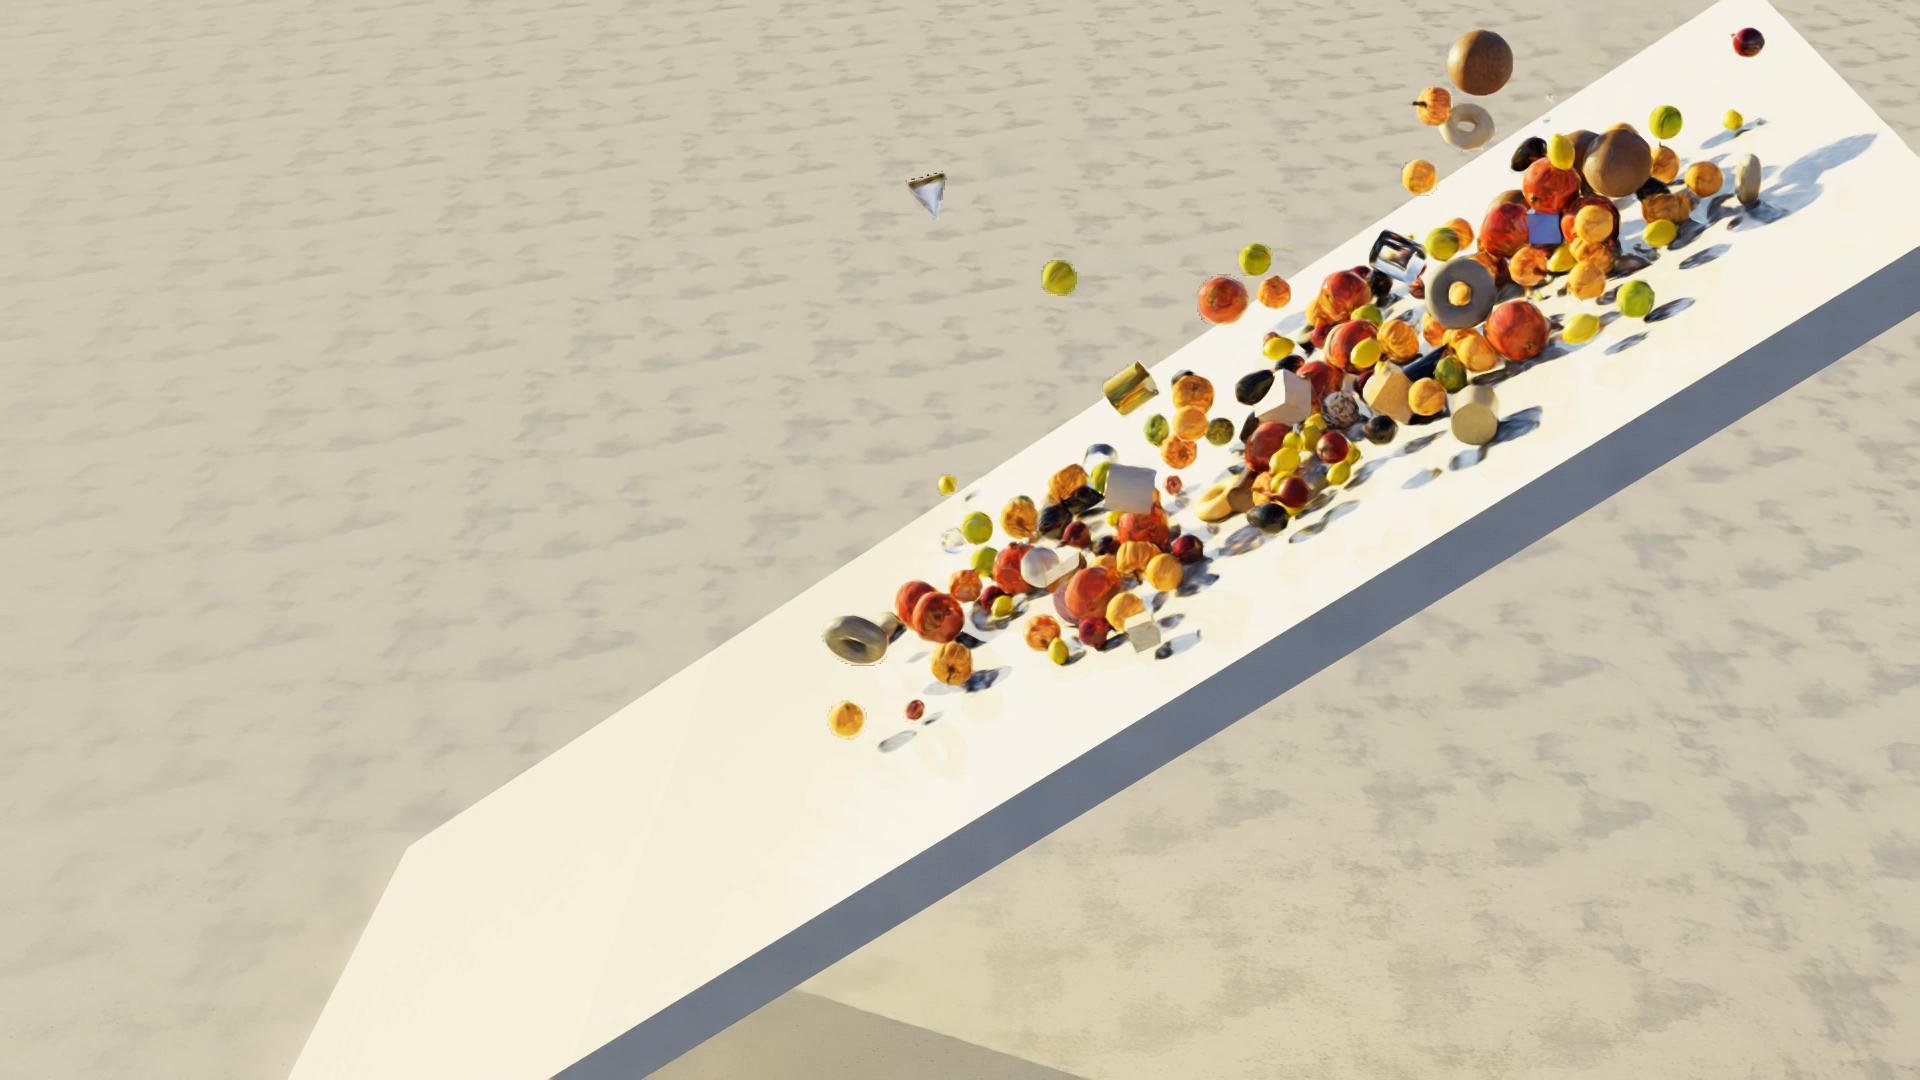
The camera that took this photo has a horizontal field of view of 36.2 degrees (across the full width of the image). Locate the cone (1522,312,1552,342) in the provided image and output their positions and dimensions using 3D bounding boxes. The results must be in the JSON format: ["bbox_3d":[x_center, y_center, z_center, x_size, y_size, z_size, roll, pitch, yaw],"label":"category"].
[{"bbox_3d":[1.094,-0.417,5.626,0.054,0.054,0.054,-42,20,18],"label":"cone"}]

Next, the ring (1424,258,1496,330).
[{"bbox_3d":[0.958,-0.471,5.632,0.139,0.139,0.046,9,4,21],"label":"ring"}]

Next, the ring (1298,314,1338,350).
[{"bbox_3d":[0.788,-0.459,6.476,0.104,0.035,0.104,-35,16,12],"label":"ring"}]

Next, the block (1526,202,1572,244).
[{"bbox_3d":[1.167,-0.626,5.821,0.066,0.066,0.066,3,24,31],"label":"block"}]

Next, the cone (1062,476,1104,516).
[{"bbox_3d":[0.285,-0.094,6.474,0.092,0.092,0.092,2,19,31],"label":"cone"}]

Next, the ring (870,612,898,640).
[{"bbox_3d":[-0.192,0.208,6.661,0.122,0.041,0.122,-34,17,12],"label":"ring"}]

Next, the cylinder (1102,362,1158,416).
[{"bbox_3d":[0.364,-0.321,6.277,0.085,0.085,0.085,-34,12,20],"label":"cylinder"}]

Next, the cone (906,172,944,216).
[{"bbox_3d":[-0.064,-0.744,6.394,0.089,0.089,0.089,-15,9,2],"label":"cone"}]

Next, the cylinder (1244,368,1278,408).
[{"bbox_3d":[0.634,-0.311,6.051,0.070,0.070,0.070,-19,28,-42],"label":"cylinder"}]

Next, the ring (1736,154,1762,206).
[{"bbox_3d":[1.475,-0.675,5.503,0.033,0.098,0.098,3,22,2],"label":"ring"}]

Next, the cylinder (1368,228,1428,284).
[{"bbox_3d":[0.905,-0.586,6.079,0.088,0.088,0.088,30,34,26],"label":"cylinder"}]

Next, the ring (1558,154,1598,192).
[{"bbox_3d":[1.300,-0.773,6.185,0.095,0.095,0.032,-11,53,-26],"label":"ring"}]

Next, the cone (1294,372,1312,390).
[{"bbox_3d":[0.726,-0.322,6.211,0.074,0.074,0.074,16,17,35],"label":"cone"}]

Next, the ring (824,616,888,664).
[{"bbox_3d":[-0.221,0.210,6.204,0.141,0.141,0.047,7,54,17],"label":"ring"}]

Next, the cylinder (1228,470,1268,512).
[{"bbox_3d":[0.570,-0.096,5.838,0.062,0.062,0.062,10,39,25],"label":"cylinder"}]

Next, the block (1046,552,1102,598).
[{"bbox_3d":[0.233,0.089,5.997,0.081,0.081,0.081,-33,16,15],"label":"block"}]

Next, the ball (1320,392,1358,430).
[{"bbox_3d":[0.758,-0.258,5.872,0.076,0.076,0.076,0,22,0],"label":"ball"}]

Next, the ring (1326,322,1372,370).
[{"bbox_3d":[0.811,-0.404,6.134,0.099,0.099,0.033,-2,2,-5],"label":"ring"}]

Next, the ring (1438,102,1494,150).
[{"bbox_3d":[1.025,-0.838,5.953,0.112,0.037,0.112,0,58,0],"label":"ring"}]

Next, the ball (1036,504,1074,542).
[{"bbox_3d":[0.207,-0.038,6.422,0.084,0.084,0.084,0,22,0],"label":"ball"}]

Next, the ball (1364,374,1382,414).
[{"bbox_3d":[0.834,-0.289,5.784,0.082,0.082,0.082,0,22,0],"label":"ball"}]

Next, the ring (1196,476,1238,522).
[{"bbox_3d":[0.529,-0.083,5.929,0.126,0.042,0.126,-34,14,10],"label":"ring"}]

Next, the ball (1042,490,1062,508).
[{"bbox_3d":[0.211,-0.086,6.608,0.055,0.055,0.055,0,22,0],"label":"ball"}]

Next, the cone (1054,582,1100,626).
[{"bbox_3d":[0.219,0.152,5.916,0.098,0.098,0.098,8,58,-13],"label":"cone"}]

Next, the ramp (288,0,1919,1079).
[{"bbox_3d":[0.135,0.174,6.308,4.000,0.100,2.000,-33,16,15],"label":"ramp"}]

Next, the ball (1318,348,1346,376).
[{"bbox_3d":[0.786,-0.377,6.181,0.066,0.066,0.066,0,22,0],"label":"ball"}]

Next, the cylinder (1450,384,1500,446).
[{"bbox_3d":[0.940,-0.228,5.363,0.084,0.084,0.084,4,28,11],"label":"cylinder"}]

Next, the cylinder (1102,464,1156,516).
[{"bbox_3d":[0.336,-0.100,5.838,0.094,0.094,0.094,8,22,2],"label":"cylinder"}]

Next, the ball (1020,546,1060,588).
[{"bbox_3d":[0.170,0.056,6.168,0.087,0.087,0.087,0,22,0],"label":"ball"}]

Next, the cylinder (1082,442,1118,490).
[{"bbox_3d":[0.313,-0.164,6.549,0.078,0.078,0.078,2,29,6],"label":"cylinder"}]

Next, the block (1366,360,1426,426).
[{"bbox_3d":[0.846,-0.285,5.699,0.080,0.080,0.080,27,17,-9],"label":"block"}]

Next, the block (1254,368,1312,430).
[{"bbox_3d":[0.649,-0.282,5.909,0.080,0.080,0.080,23,-35,-35],"label":"block"}]

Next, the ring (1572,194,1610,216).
[{"bbox_3d":[1.290,-0.685,6.011,0.082,0.027,0.082,-24,2,1],"label":"ring"}]

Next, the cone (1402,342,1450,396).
[{"bbox_3d":[0.918,-0.344,5.674,0.095,0.095,0.095,27,22,-12],"label":"cone"}]

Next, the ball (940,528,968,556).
[{"bbox_3d":[-0.014,0.002,6.337,0.060,0.060,0.060,0,22,0],"label":"ball"}]

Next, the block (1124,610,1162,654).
[{"bbox_3d":[0.343,0.171,5.498,0.052,0.052,0.052,-22,17,8],"label":"block"}]
